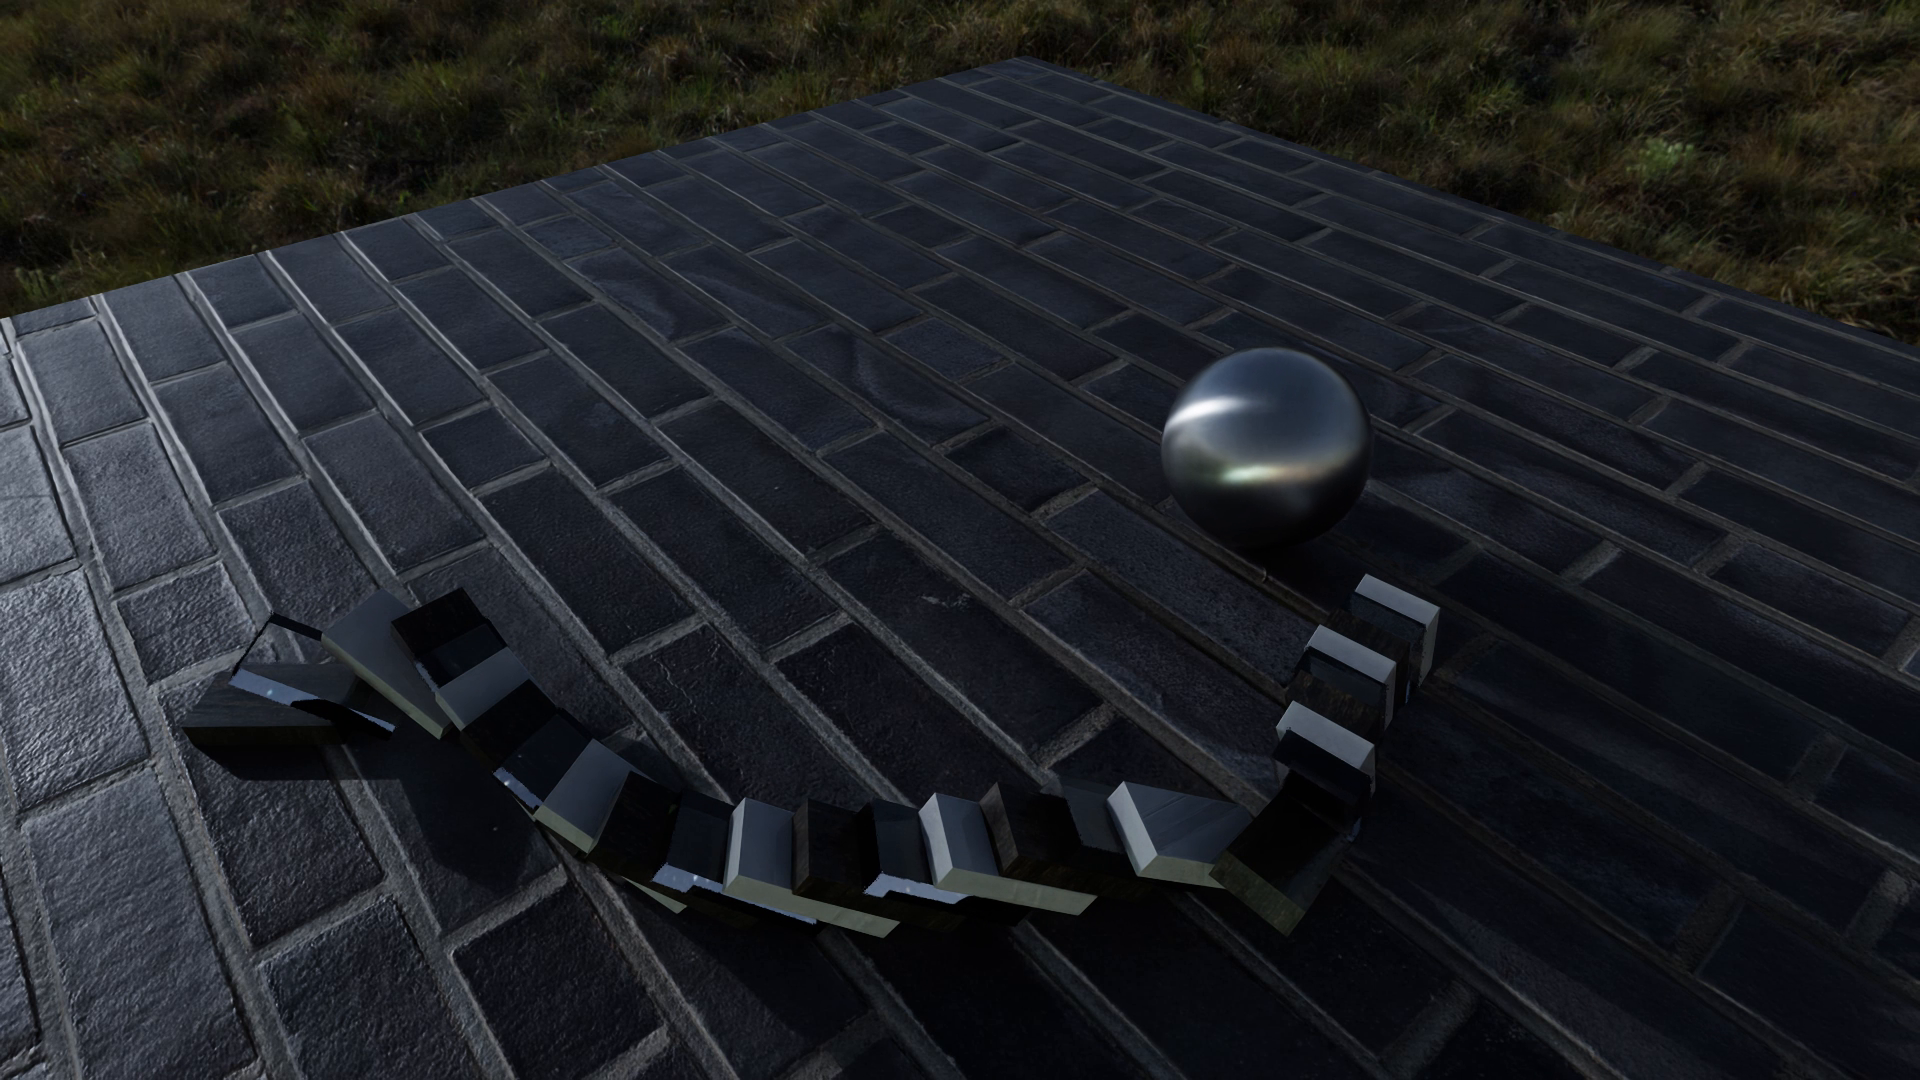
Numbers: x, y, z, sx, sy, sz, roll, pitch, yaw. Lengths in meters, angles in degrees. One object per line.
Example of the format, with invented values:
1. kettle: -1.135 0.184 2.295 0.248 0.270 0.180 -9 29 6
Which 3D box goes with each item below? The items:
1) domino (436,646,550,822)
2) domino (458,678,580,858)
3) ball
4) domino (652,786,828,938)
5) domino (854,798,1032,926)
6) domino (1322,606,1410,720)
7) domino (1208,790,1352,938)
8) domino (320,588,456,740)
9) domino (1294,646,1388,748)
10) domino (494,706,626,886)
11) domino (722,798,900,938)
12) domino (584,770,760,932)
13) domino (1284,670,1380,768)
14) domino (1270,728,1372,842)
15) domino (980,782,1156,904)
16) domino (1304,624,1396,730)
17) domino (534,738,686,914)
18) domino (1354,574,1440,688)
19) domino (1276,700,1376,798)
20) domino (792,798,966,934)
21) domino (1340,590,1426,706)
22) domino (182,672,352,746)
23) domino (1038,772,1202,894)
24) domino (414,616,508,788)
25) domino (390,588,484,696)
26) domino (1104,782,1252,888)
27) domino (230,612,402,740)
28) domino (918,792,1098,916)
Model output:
1. domino: -0.140 0.061 0.349 0.050 0.009 0.025 49 53 5
2. domino: -0.126 0.070 0.338 0.050 0.009 0.025 45 50 1
3. ball: 0.120 -0.036 0.432 0.080 0.080 0.080 0 39 0
4. domino: -0.059 0.091 0.311 0.050 0.010 0.025 27 35 -20
5. domino: -0.005 0.091 0.312 0.050 0.009 0.025 22 31 -27
6. domino: 0.133 0.042 0.362 0.025 0.050 0.010 29 74 31
7. domino: 0.092 0.091 0.313 0.025 0.010 0.050 36 25 24
8. domino: -0.186 0.042 0.373 0.050 0.010 0.025 39 46 -3
9. domino: 0.120 0.053 0.348 0.025 0.050 0.009 29 75 31
10. domino: -0.111 0.077 0.330 0.050 0.010 0.025 43 47 -2
11. domino: -0.041 0.093 0.310 0.050 0.010 0.025 25 33 -23
12. domino: -0.078 0.089 0.314 0.050 0.009 0.025 31 38 -16
13. domino: 0.116 0.059 0.340 0.025 0.050 0.009 29 75 31
14. domino: 0.106 0.073 0.323 0.025 0.050 0.009 30 77 29
15. domino: 0.031 0.087 0.317 0.050 0.010 0.025 20 31 -28
16. domino: 0.126 0.047 0.355 0.025 0.050 0.010 29 75 31
17. domino: -0.095 0.083 0.321 0.050 0.010 0.025 38 42 -9
18. domino: 0.147 0.032 0.374 0.025 0.050 0.009 29 74 31
19. domino: 0.111 0.066 0.332 0.025 0.050 0.009 29 77 31
20. domino: -0.023 0.092 0.310 0.050 0.010 0.025 24 32 -25
21. domino: 0.140 0.037 0.368 0.025 0.050 0.009 29 74 31
22. domino: -0.231 0.057 0.374 0.050 0.009 0.025 0 39 -1
23. domino: 0.048 0.085 0.319 0.050 0.010 0.025 20 31 -28
24. domino: -0.153 0.052 0.359 0.025 0.010 0.050 -33 81 -36
25. domino: -0.166 0.043 0.370 0.025 0.009 0.050 -33 81 -38
26. domino: 0.068 0.086 0.318 0.050 0.009 0.025 18 31 -31
27. domino: -0.210 0.046 0.367 0.050 0.010 0.025 27 34 -21
28. domino: 0.014 0.090 0.314 0.050 0.009 0.025 21 31 -28
